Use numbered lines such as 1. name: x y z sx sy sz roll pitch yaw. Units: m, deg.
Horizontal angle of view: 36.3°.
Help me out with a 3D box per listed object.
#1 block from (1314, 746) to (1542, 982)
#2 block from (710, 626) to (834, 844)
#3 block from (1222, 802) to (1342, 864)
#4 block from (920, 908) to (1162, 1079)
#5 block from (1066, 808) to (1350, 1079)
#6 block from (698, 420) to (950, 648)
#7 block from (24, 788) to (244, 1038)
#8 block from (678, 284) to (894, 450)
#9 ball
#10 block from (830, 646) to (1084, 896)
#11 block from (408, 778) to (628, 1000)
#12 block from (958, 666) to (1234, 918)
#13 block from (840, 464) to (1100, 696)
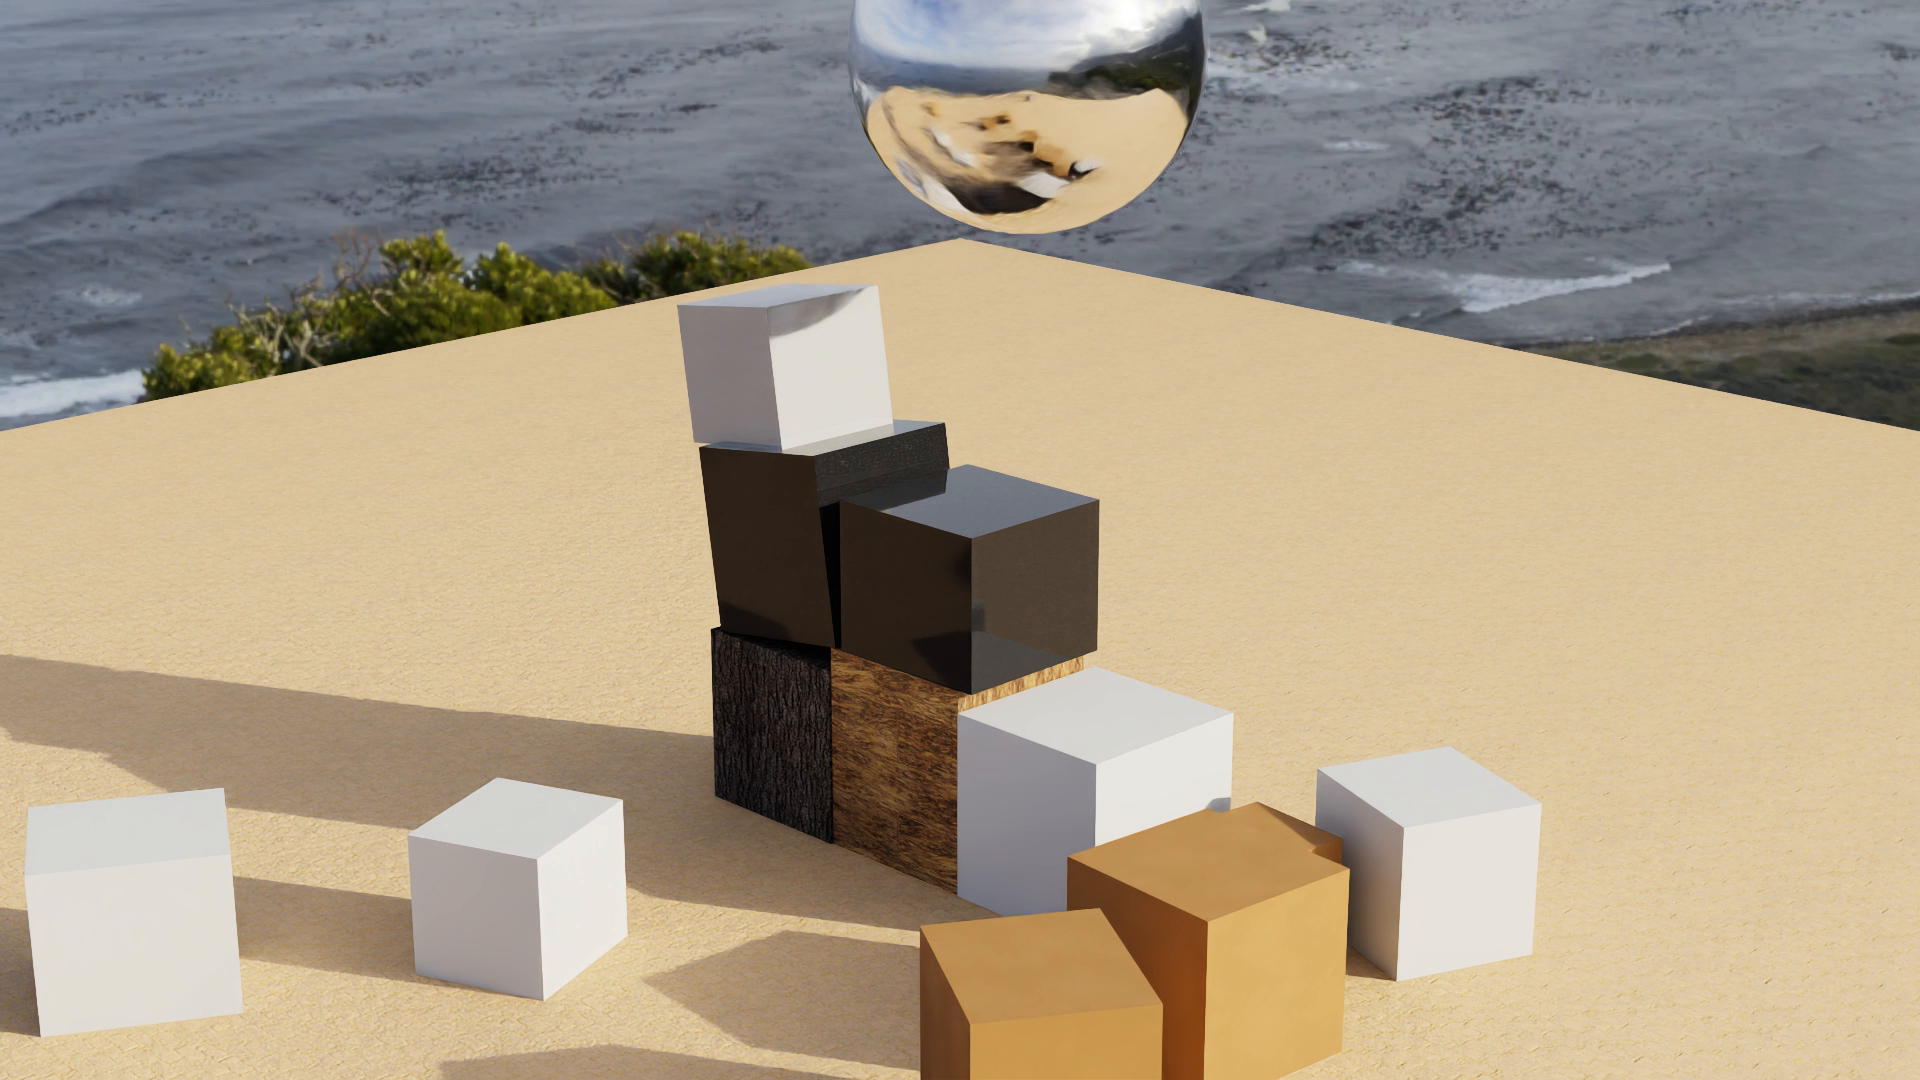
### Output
1. block: 2.016 1.393 12.740 0.676 0.702 0.724 -7 19 -22
2. block: -0.604 0.840 14.231 0.838 0.865 0.846 17 24 42
3. block: 1.265 1.518 12.589 0.507 0.555 0.521 -13 22 -36
4. block: 0.281 1.943 10.722 0.694 0.864 0.824 -4 18 -12
5. block: 0.982 1.658 11.734 0.776 0.800 0.801 -14 22 -37
6. block: -0.608 -0.059 13.959 0.830 0.900 0.831 -16 15 -42
7. block: -3.448 1.542 12.250 0.802 0.713 0.738 -5 18 -15
8. block: -0.831 -0.837 13.957 0.686 0.664 0.673 -16 15 -40
9. ball: 0.295 -2.155 12.974 1.600 1.600 1.600 0 17 0
10. block: -0.013 0.963 13.644 0.814 0.981 0.832 -17 24 -42
11. block: -1.885 1.483 12.556 0.633 0.642 0.697 7 19 23
12. block: 0.599 1.186 13.105 0.883 0.880 0.844 -16 24 -42
13. block: 0.043 0.162 13.351 0.835 0.723 0.826 16 24 42
